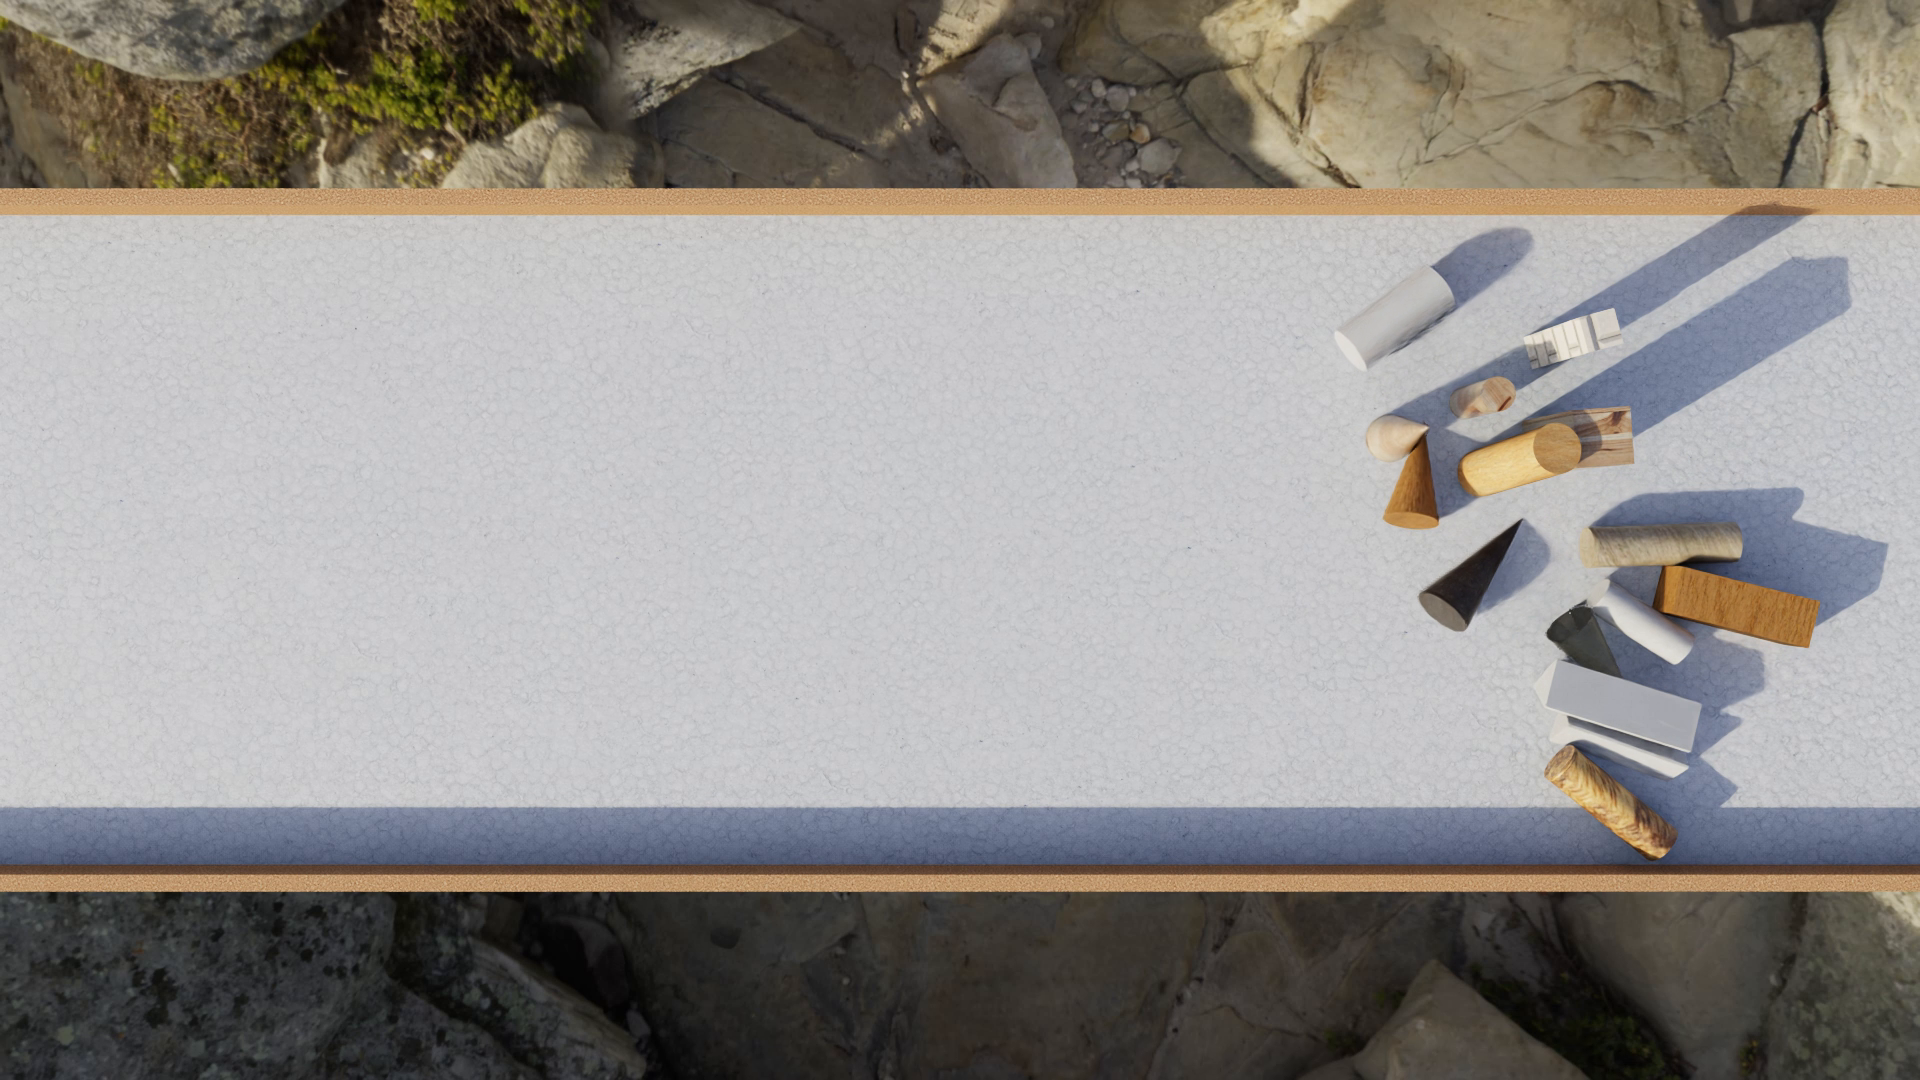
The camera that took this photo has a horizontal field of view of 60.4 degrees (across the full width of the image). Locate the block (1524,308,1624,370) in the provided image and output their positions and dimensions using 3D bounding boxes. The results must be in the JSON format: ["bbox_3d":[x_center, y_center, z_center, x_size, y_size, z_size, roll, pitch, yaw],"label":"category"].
[{"bbox_3d":[1.797,-0.588,4.849,0.102,0.456,0.102,-15,90,0],"label":"block"}]

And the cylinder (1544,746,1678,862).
[{"bbox_3d":[1.977,0.799,5.013,0.401,0.128,0.128,39,90,0],"label":"cylinder"}]

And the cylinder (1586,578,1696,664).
[{"bbox_3d":[2.070,0.249,5.021,0.309,0.112,0.112,33,90,0],"label":"cylinder"}]

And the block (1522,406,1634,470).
[{"bbox_3d":[1.818,-0.291,4.868,0.164,0.418,0.164,-4,90,0],"label":"block"}]

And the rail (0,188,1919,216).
[{"bbox_3d":[-2.247,-1.025,5.002,12.000,0.150,0.050,0,90,0],"label":"rail"}]

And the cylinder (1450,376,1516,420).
[{"bbox_3d":[1.556,-0.422,4.922,0.101,0.309,0.101,0,90,0],"label":"cylinder"}]

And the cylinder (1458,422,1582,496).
[{"bbox_3d":[1.633,-0.230,4.837,0.145,0.460,0.145,1,83,-9],"label":"cylinder"}]

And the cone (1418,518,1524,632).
[{"bbox_3d":[1.598,0.074,5.034,0.173,0.173,0.410,44,78,0],"label":"cone"}]

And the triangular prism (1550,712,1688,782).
[{"bbox_3d":[2.014,0.621,5.020,0.385,0.107,0.123,19,90,0],"label":"triangular prism"}]

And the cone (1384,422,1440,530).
[{"bbox_3d":[1.396,-0.214,5.036,0.166,0.166,0.327,11,76,0],"label":"cone"}]

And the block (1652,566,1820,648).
[{"bbox_3d":[2.350,0.201,5.004,0.424,0.144,0.144,14,90,0],"label":"block"}]

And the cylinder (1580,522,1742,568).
[{"bbox_3d":[2.128,0.015,5.014,0.445,0.125,0.125,-2,90,0],"label":"cylinder"}]

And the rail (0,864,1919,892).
[{"bbox_3d":[-2.247,1.025,5.001,12.000,0.150,0.050,0,90,0],"label":"rail"}]

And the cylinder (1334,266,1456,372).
[{"bbox_3d":[1.317,-0.670,5.000,0.333,0.153,0.153,-37,90,0],"label":"cylinder"}]

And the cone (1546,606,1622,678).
[{"bbox_3d":[1.970,0.394,5.039,0.153,0.153,0.381,-41,101,0],"label":"cone"}]

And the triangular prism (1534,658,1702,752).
[{"bbox_3d":[1.982,0.518,4.975,0.455,0.154,0.133,17,51,0],"label":"triangular prism"}]

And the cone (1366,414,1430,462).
[{"bbox_3d":[1.322,-0.315,4.859,0.148,0.433,0.148,0,89,0],"label":"cone"}]
